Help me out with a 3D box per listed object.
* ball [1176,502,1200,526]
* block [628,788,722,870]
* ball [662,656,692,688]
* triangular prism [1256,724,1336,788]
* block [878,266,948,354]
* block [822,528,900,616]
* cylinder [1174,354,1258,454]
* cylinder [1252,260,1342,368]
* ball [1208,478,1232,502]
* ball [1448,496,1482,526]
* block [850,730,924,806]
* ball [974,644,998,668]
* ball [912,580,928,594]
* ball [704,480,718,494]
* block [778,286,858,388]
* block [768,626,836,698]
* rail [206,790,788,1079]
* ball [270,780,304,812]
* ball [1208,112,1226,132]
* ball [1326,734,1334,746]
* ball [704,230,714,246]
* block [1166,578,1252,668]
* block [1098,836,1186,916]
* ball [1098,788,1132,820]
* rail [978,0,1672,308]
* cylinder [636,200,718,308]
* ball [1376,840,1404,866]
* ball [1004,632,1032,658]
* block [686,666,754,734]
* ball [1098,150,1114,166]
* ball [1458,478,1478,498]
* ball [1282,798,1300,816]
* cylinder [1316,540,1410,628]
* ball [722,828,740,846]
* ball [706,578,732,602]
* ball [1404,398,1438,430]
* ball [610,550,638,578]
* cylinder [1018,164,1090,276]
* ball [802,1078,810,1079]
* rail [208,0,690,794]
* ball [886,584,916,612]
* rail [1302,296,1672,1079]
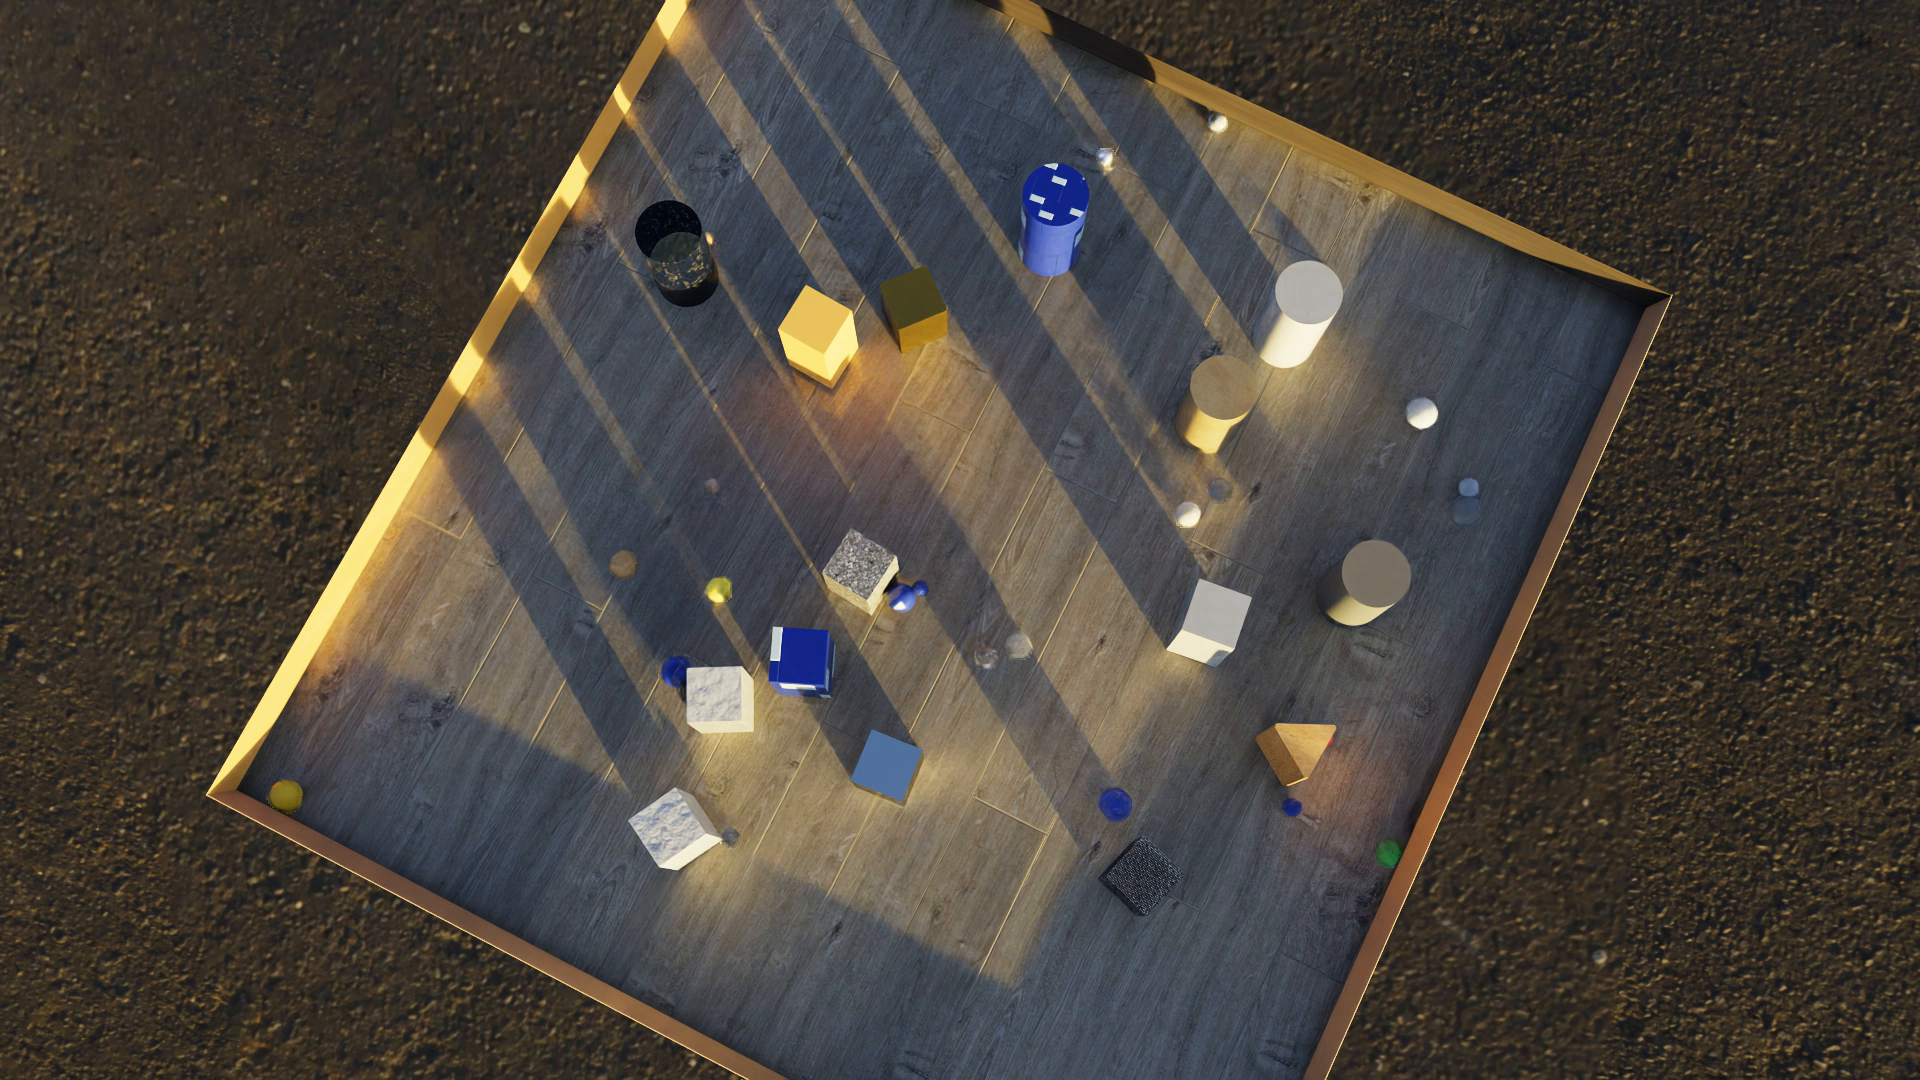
[{"bbox_3d":[0.695,-0.079,5.594,0.076,0.076,0.076,0,78,0],"label":"ball"},{"bbox_3d":[-0.813,0.833,5.262,0.157,0.357,0.157,-35,80,-7],"label":"block"},{"bbox_3d":[-0.848,0.397,5.487,0.093,0.093,0.093,0,78,0],"label":"ball"},{"bbox_3d":[0.950,0.593,5.316,0.147,0.349,0.170,31,80,6],"label":"triangular prism"},{"bbox_3d":[-0.142,-0.708,5.641,0.157,0.240,0.157,-23,79,-5],"label":"block"},{"bbox_3d":[-0.294,0.096,5.463,0.157,0.261,0.157,32,80,6],"label":"block"},{"bbox_3d":[0.765,-0.403,5.502,0.197,0.387,0.197,0,78,0],"label":"cylinder"},{"bbox_3d":[1.016,-0.677,5.541,0.197,0.423,0.197,0,78,0],"label":"cylinder"},{"bbox_3d":[0.795,-0.153,5.611,0.073,0.073,0.073,0,78,0],"label":"ball"},{"bbox_3d":[1.539,-0.089,5.586,0.095,0.095,0.095,0,78,0],"label":"ball"},{"bbox_3d":[-0.208,0.667,5.339,0.157,0.274,0.157,22,79,4],"label":"block"},{"bbox_3d":[0.076,0.350,5.507,0.073,0.073,0.073,0,78,0],"label":"ball"},{"bbox_3d":[-0.120,0.144,5.563,0.046,0.046,0.046,0,78,0],"label":"ball"},{"bbox_3d":[-0.766,-0.161,5.627,0.046,0.046,0.046,0,78,0],"label":"ball"},{"bbox_3d":[-0.427,-0.611,5.561,0.157,0.356,0.157,30,80,6],"label":"block"},{"bbox_3d":[-0.461,0.362,5.379,0.157,0.318,0.157,4,78,1],"label":"block"},{"bbox_3d":[-0.734,1.444,5.251,3.243,0.128,0.045,26,80,5],"label":"rail"},{"bbox_3d":[-1.990,0.754,5.412,0.095,0.095,0.095,0,78,0],"label":"ball"},{"bbox_3d":[0.823,-1.339,5.863,0.060,0.060,0.060,0,78,0],"label":"ball"},{"bbox_3d":[1.088,0.590,5.468,0.052,0.052,0.052,0,78,0],"label":"ball"},{"bbox_3d":[-0.800,-0.953,5.790,0.046,0.046,0.046,0,78,0],"label":"ball"},{"bbox_3d":[0.725,0.247,5.367,0.157,0.388,0.157,20,79,4],"label":"block"},{"bbox_3d":[0.517,0.967,5.262,0.157,0.303,0.157,43,82,8],"label":"block"},{"bbox_3d":[0.457,0.777,5.407,0.095,0.095,0.095,0,78,0],"label":"ball"},{"bbox_3d":[0.734,-1.431,5.846,3.243,0.128,0.045,26,80,5],"label":"rail"},{"bbox_3d":[-0.860,-0.869,5.594,0.197,0.396,0.197,0,78,0],"label":"cylinder"},{"bbox_3d":[1.263,0.919,5.387,0.077,0.077,0.077,0,78,0],"label":"ball"},{"bbox_3d":[0.175,0.317,5.510,0.081,0.081,0.081,0,78,0],"label":"ball"},{"bbox_3d":[-0.700,0.470,5.366,0.157,0.300,0.157,-2,78,0],"label":"block"},{"bbox_3d":[0.465,-1.219,5.843,0.050,0.050,0.050,0,78,0],"label":"ball"},{"bbox_3d":[1.558,-0.159,5.618,0.062,0.062,0.062,0,78,0],"label":"ball"},{"bbox_3d":[0.980,0.789,5.426,0.053,0.053,0.053,0,78,0],"label":"ball"},{"bbox_3d":[1.184,0.134,5.395,0.197,0.380,0.197,0,78,0],"label":"cylinder"},{"bbox_3d":[-0.676,0.876,5.409,0.051,0.051,0.051,0,78,0],"label":"ball"},{"bbox_3d":[-0.730,0.149,5.548,0.074,0.074,0.074,0,78,0],"label":"ball"},{"bbox_3d":[1.421,-0.390,5.647,0.098,0.098,0.098,0,78,0],"label":"ball"},{"bbox_3d":[-1.020,0.073,5.559,0.083,0.083,0.083,0,78,0],"label":"ball"},{"bbox_3d":[0.282,-0.972,5.599,0.197,0.429,0.197,0,78,0],"label":"cylinder"},{"bbox_3d":[-0.444,1.570,5.269,0.045,0.045,0.045,0,78,0],"label":"ball"},{"bbox_3d":[-1.429,-0.693,5.694,0.045,0.128,3.330,26,80,5],"label":"rail"},{"bbox_3d":[-0.178,0.175,5.535,0.088,0.088,0.088,0,78,0],"label":"ball"},{"bbox_3d":[1.429,0.707,5.404,0.045,0.128,3.330,26,80,5],"label":"rail"}]
